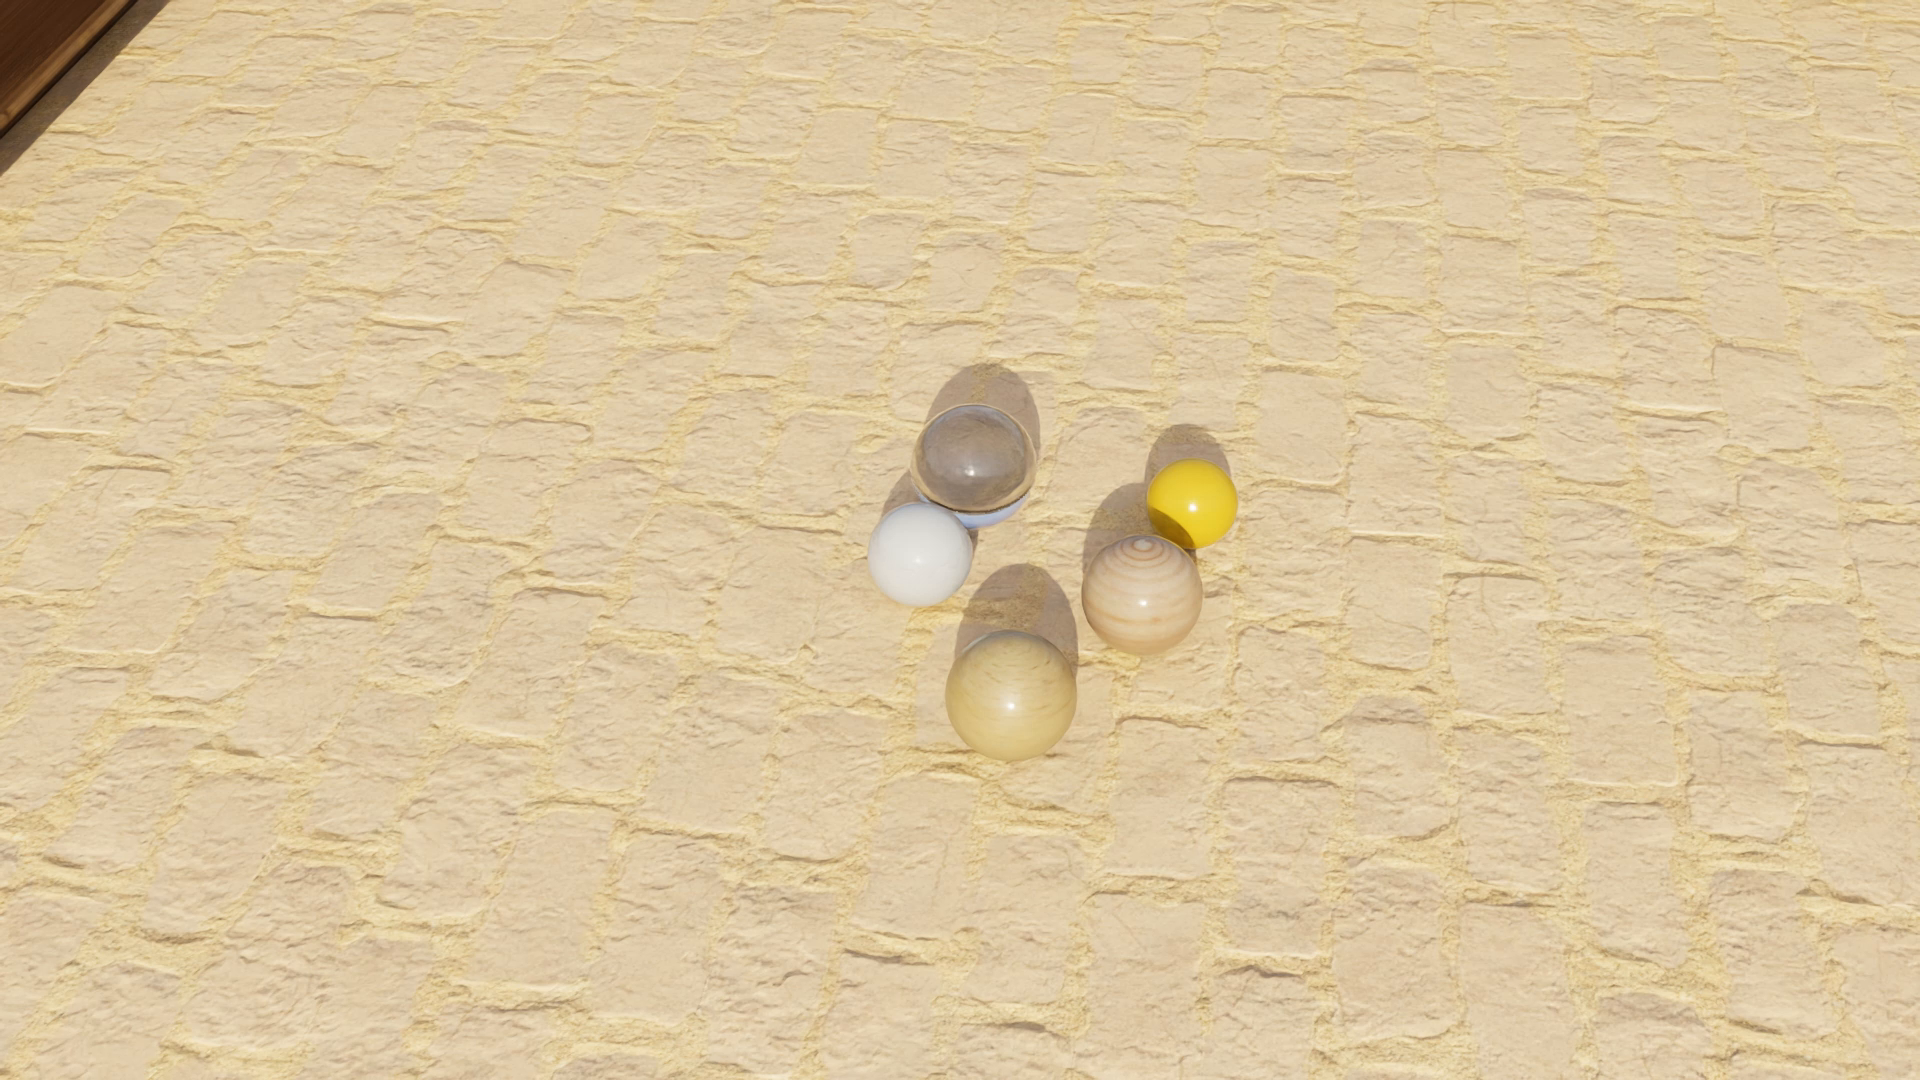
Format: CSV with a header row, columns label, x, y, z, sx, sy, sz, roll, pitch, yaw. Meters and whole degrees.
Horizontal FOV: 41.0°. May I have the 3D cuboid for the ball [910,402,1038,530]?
label,x,y,z,sx,sy,sz,roll,pitch,yaw
ball,0.010,-0.052,1.828,0.090,0.090,0.090,0,35,0

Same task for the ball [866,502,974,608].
label,x,y,z,sx,sy,sz,roll,pitch,yaw
ball,-0.027,0.010,1.755,0.073,0.073,0.073,0,35,0

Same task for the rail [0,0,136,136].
label,x,y,z,sx,sy,sz,roll,pitch,yaw
rail,-0.936,-0.093,1.855,0.045,0.123,2.283,5,35,6

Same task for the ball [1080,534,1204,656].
label,x,y,z,sx,sy,sz,roll,pitch,yaw
ball,0.121,0.036,1.710,0.081,0.081,0.081,0,35,0

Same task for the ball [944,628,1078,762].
label,x,y,z,sx,sy,sz,roll,pitch,yaw
ball,0.032,0.098,1.620,0.084,0.084,0.084,0,35,0

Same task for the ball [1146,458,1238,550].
label,x,y,z,sx,sy,sz,roll,pitch,yaw
ball,0.164,-0.026,1.812,0.065,0.065,0.065,0,35,0
